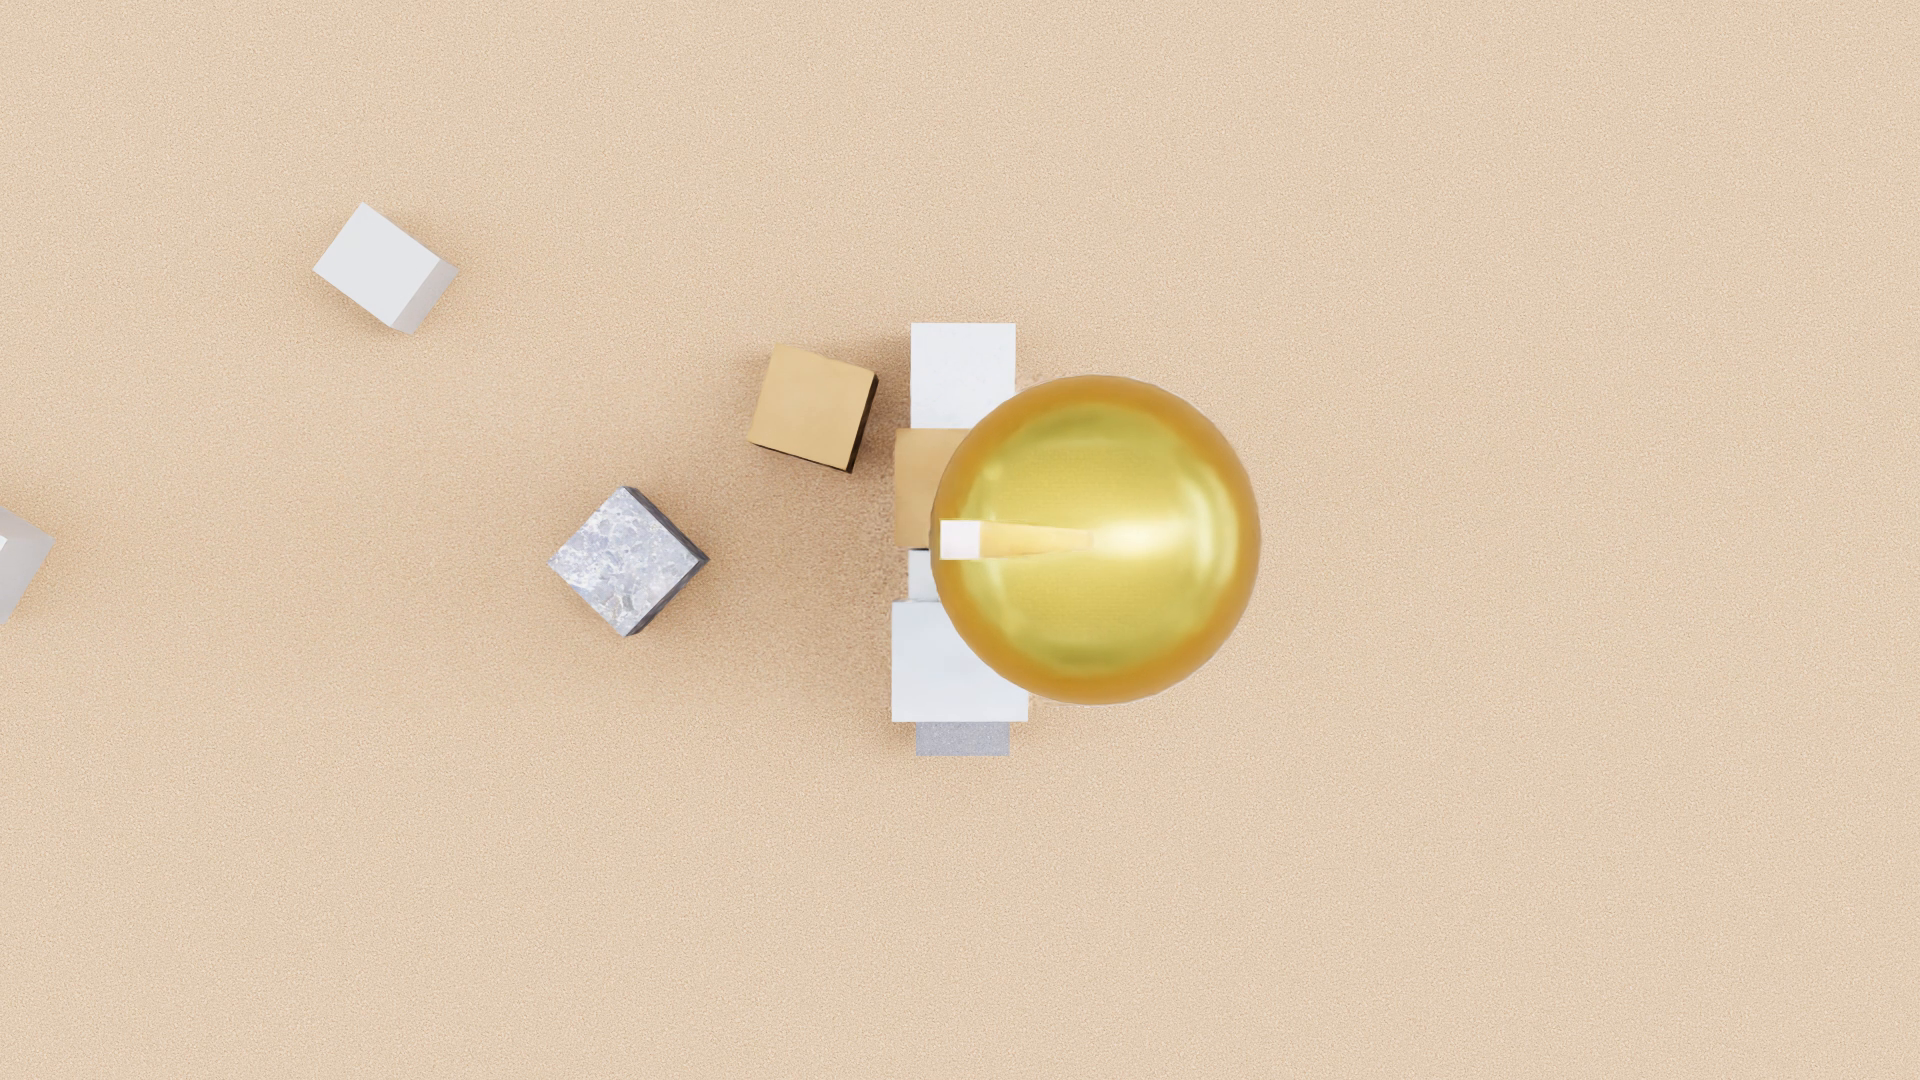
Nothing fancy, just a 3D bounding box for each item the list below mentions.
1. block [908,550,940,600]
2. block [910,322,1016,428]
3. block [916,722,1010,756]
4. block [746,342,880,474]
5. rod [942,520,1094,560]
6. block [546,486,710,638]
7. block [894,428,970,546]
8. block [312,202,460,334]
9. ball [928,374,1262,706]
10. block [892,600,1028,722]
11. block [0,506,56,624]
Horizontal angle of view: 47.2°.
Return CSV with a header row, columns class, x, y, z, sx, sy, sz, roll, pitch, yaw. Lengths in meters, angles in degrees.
class,x,y,z,sx,sy,sz,roll,pitch,yaw
block,0.003,0.372,12.653,0.587,0.694,0.635,0,90,0
block,0.017,-0.923,12.682,0.586,0.636,0.592,0,90,0
block,0.015,0.959,12.705,0.529,0.589,0.518,0,90,0
block,-0.837,-0.750,12.665,0.580,0.669,0.577,16,90,0
rod,0.280,0.000,7.203,0.080,5.200,0.080,0,90,6
block,-1.904,0.121,12.703,0.608,0.594,0.607,44,90,0
block,-0.024,-0.290,12.622,0.676,0.757,0.661,1,90,0
block,-3.317,-1.567,12.749,0.549,0.502,0.481,36,90,0
ball,0.647,0.000,10.584,1.600,1.600,1.600,0,90,0
block,-0.001,0.648,12.004,0.722,0.605,0.635,0,90,0
block,-5.786,0.069,12.664,0.684,0.671,0.587,31,90,0
